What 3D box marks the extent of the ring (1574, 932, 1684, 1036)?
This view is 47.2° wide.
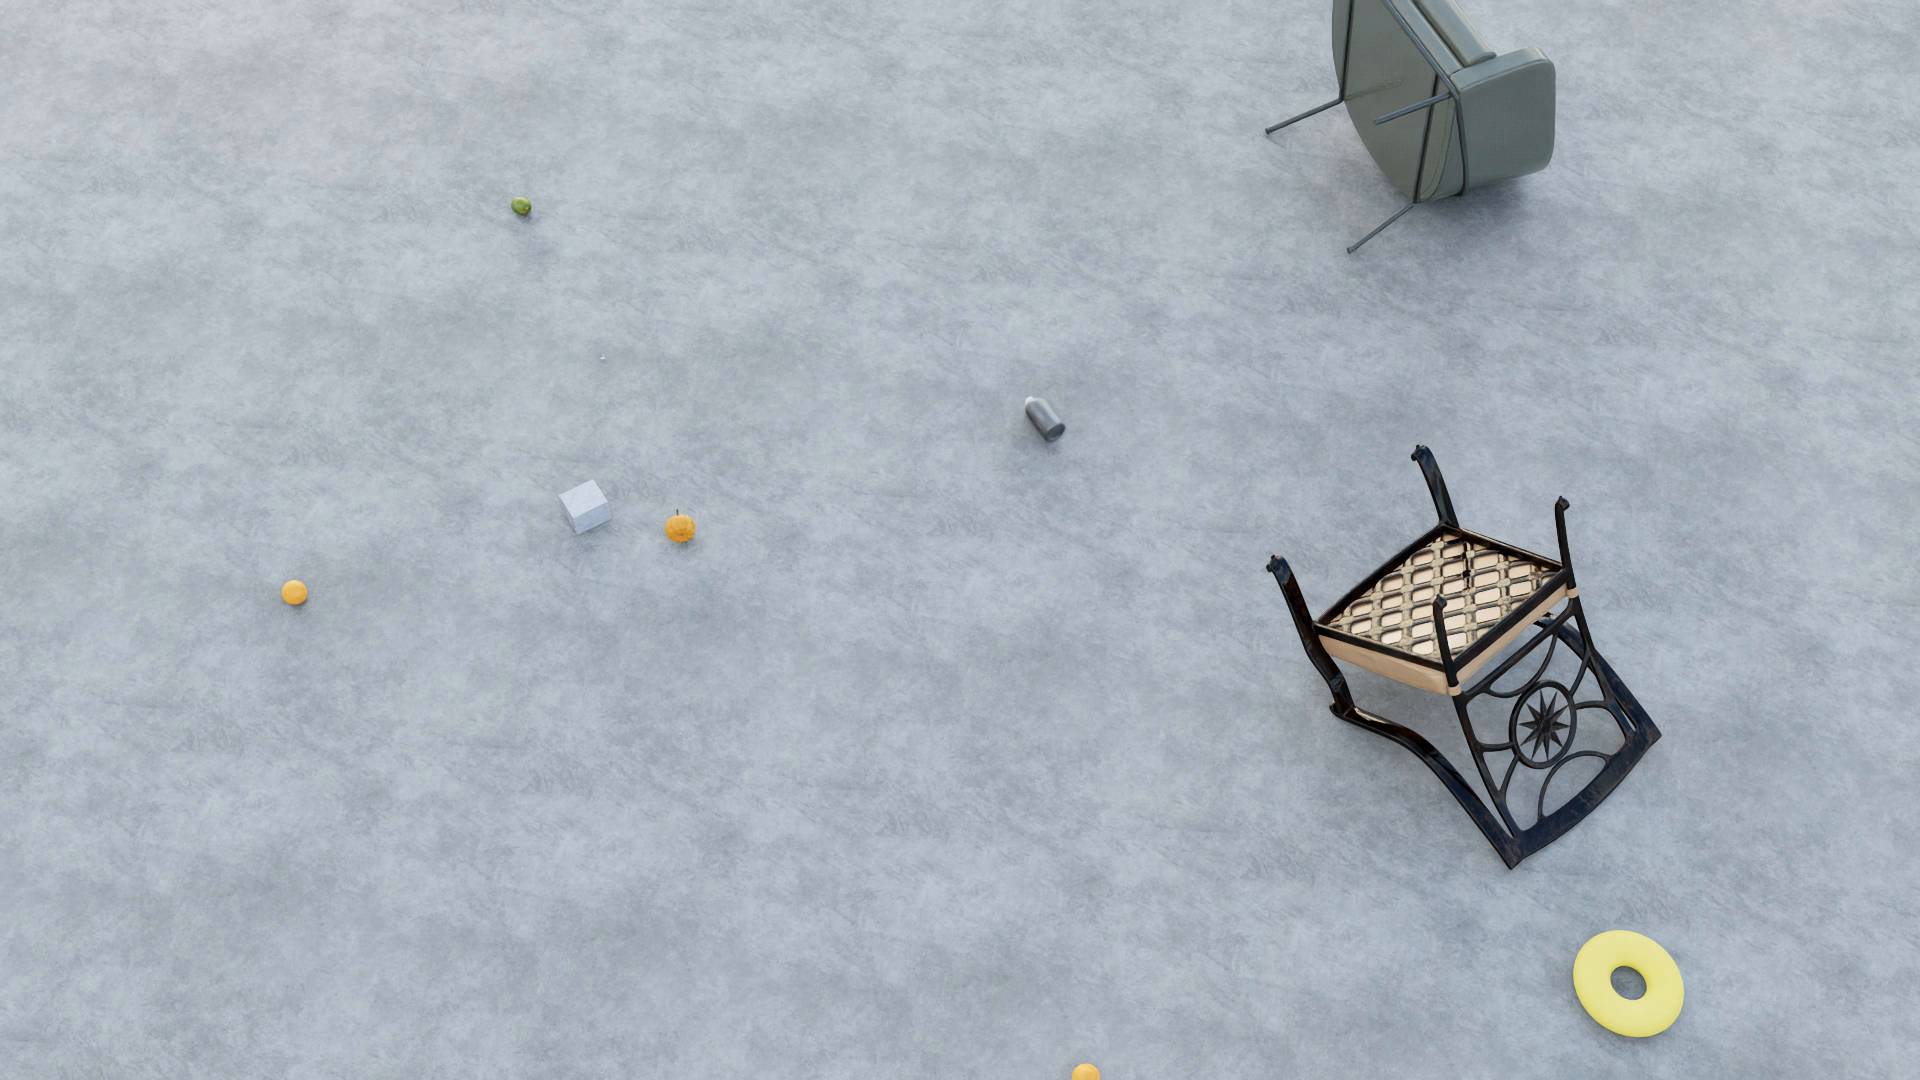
[{"bbox_3d":[1.750,1.160,5.755,0.282,0.068,0.295,-20,59,-12],"label":"ring"}]

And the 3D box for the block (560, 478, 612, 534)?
[{"bbox_3d":[-1.122,-0.099,6.587,0.114,0.089,0.097,-28,60,-17],"label":"block"}]
